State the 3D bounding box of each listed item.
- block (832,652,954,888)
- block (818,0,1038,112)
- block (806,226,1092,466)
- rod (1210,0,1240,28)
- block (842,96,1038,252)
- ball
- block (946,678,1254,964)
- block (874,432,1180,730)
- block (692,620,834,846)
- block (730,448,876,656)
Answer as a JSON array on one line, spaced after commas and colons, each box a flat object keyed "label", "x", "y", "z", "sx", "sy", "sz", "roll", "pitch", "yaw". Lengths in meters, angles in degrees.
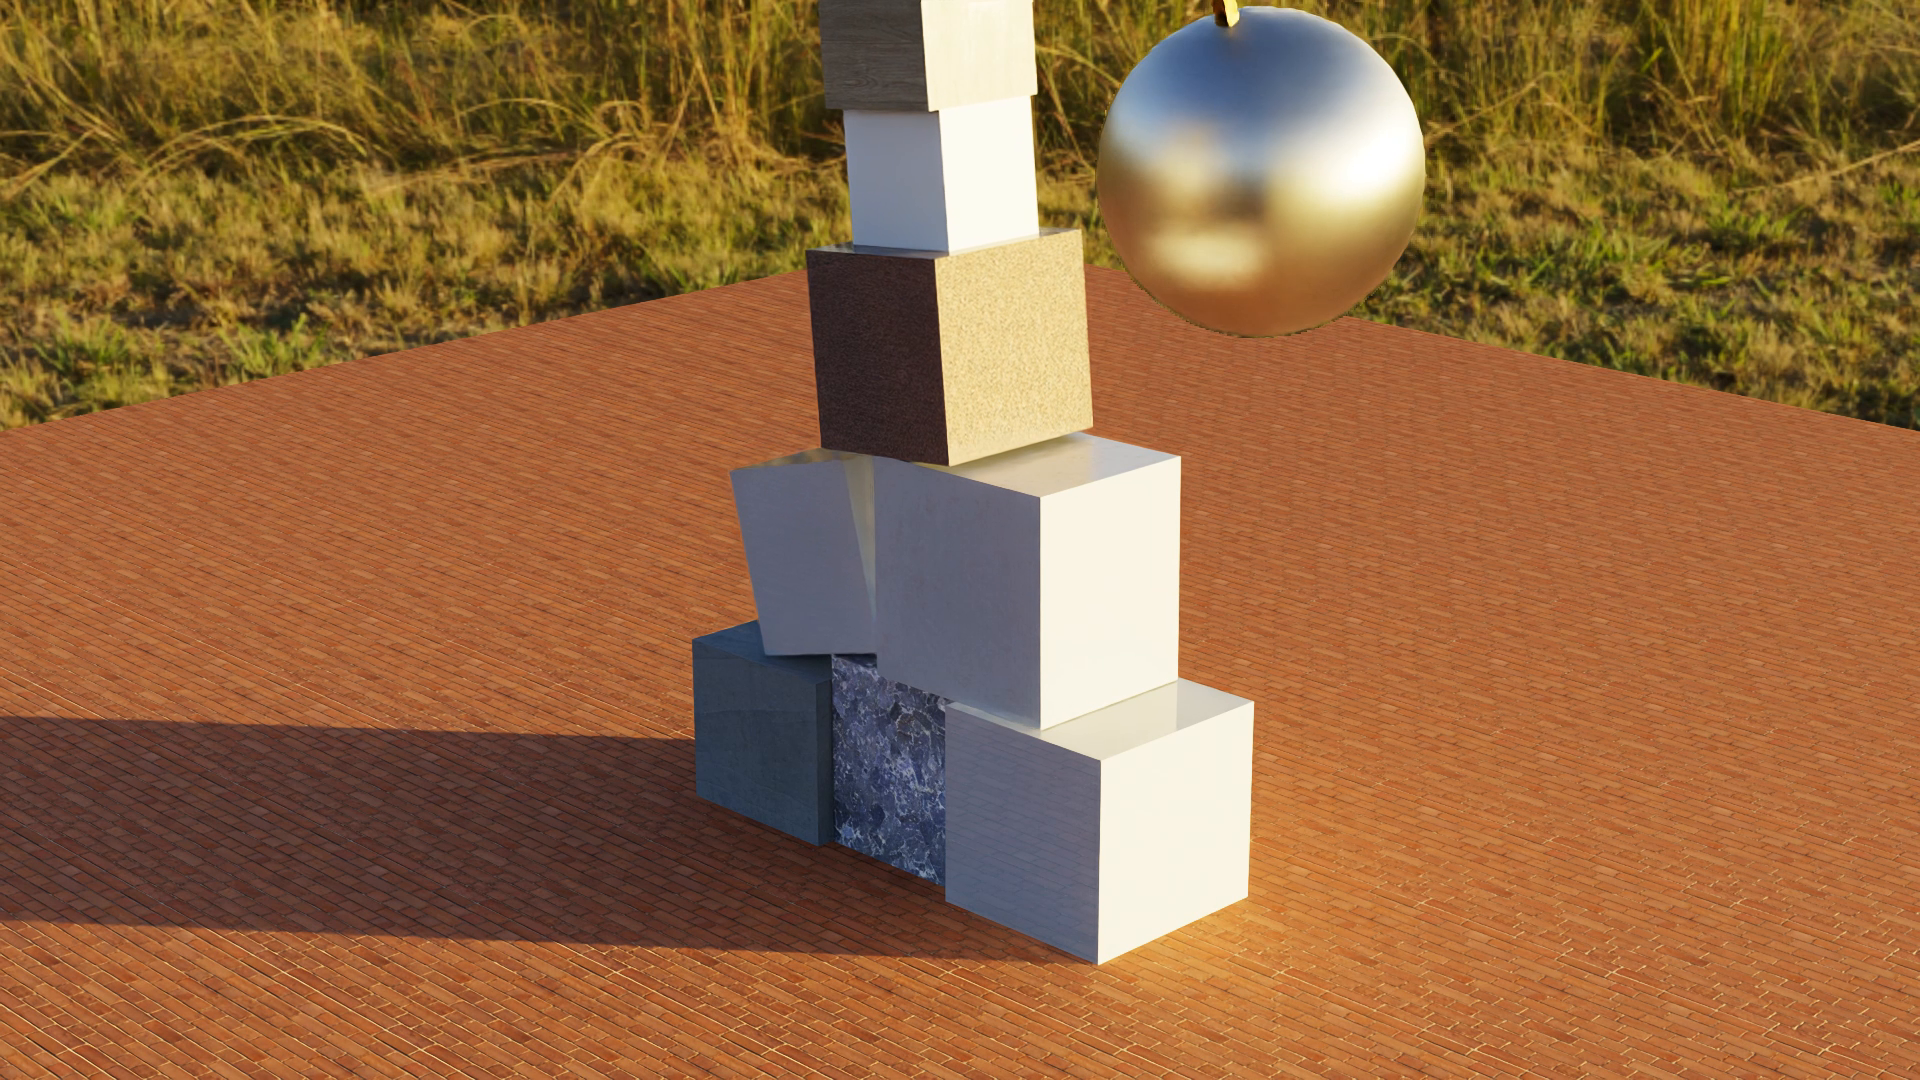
[{"label": "block", "x": -0.003, "y": 0.978, "z": 13.680, "sx": 0.830, "sy": 0.932, "sz": 0.838, "roll": -17, "pitch": 24, "yaw": -42}, {"label": "block", "x": -0.151, "y": -2.293, "z": 12.756, "sx": 0.664, "sy": 0.765, "sz": 0.650, "roll": -17, "pitch": 18, "yaw": -42}, {"label": "block", "x": -0.043, "y": -0.897, "z": 13.100, "sx": 0.913, "sy": 0.898, "sz": 0.821, "roll": -17, "pitch": 18, "yaw": -42}, {"label": "rod", "x": 0.636, "y": -4.589, "z": 12.566, "sx": 0.080, "sy": 5.200, "sz": 0.080, "roll": 17, "pitch": 44, "yaw": 42}, {"label": "block", "x": -0.084, "y": -1.632, "z": 12.934, "sx": 0.556, "sy": 0.610, "sz": 0.609, "roll": -17, "pitch": 18, "yaw": -42}, {"label": "ball", "x": 1.467, "y": -1.795, "z": 14.315, "sx": 1.600, "sy": 1.600, "sz": 1.600, "roll": 0, "pitch": 17, "yaw": 0}, {"label": "block", "x": 0.616, "y": 1.168, "z": 13.063, "sx": 0.998, "sy": 0.938, "sz": 0.929, "roll": -17, "pitch": 24, "yaw": -42}, {"label": "block", "x": 0.298, "y": 0.123, "z": 13.089, "sx": 0.893, "sy": 1.040, "sz": 1.022, "roll": -17, "pitch": 23, "yaw": -42}, {"label": "block", "x": -0.636, "y": 0.856, "z": 14.269, "sx": 0.967, "sy": 0.811, "sz": 0.884, "roll": -17, "pitch": 24, "yaw": -42}, {"label": "block", "x": -0.448, "y": 0.010, "z": 13.812, "sx": 0.782, "sy": 0.893, "sz": 0.816, "roll": -17, "pitch": 9, "yaw": -42}]
